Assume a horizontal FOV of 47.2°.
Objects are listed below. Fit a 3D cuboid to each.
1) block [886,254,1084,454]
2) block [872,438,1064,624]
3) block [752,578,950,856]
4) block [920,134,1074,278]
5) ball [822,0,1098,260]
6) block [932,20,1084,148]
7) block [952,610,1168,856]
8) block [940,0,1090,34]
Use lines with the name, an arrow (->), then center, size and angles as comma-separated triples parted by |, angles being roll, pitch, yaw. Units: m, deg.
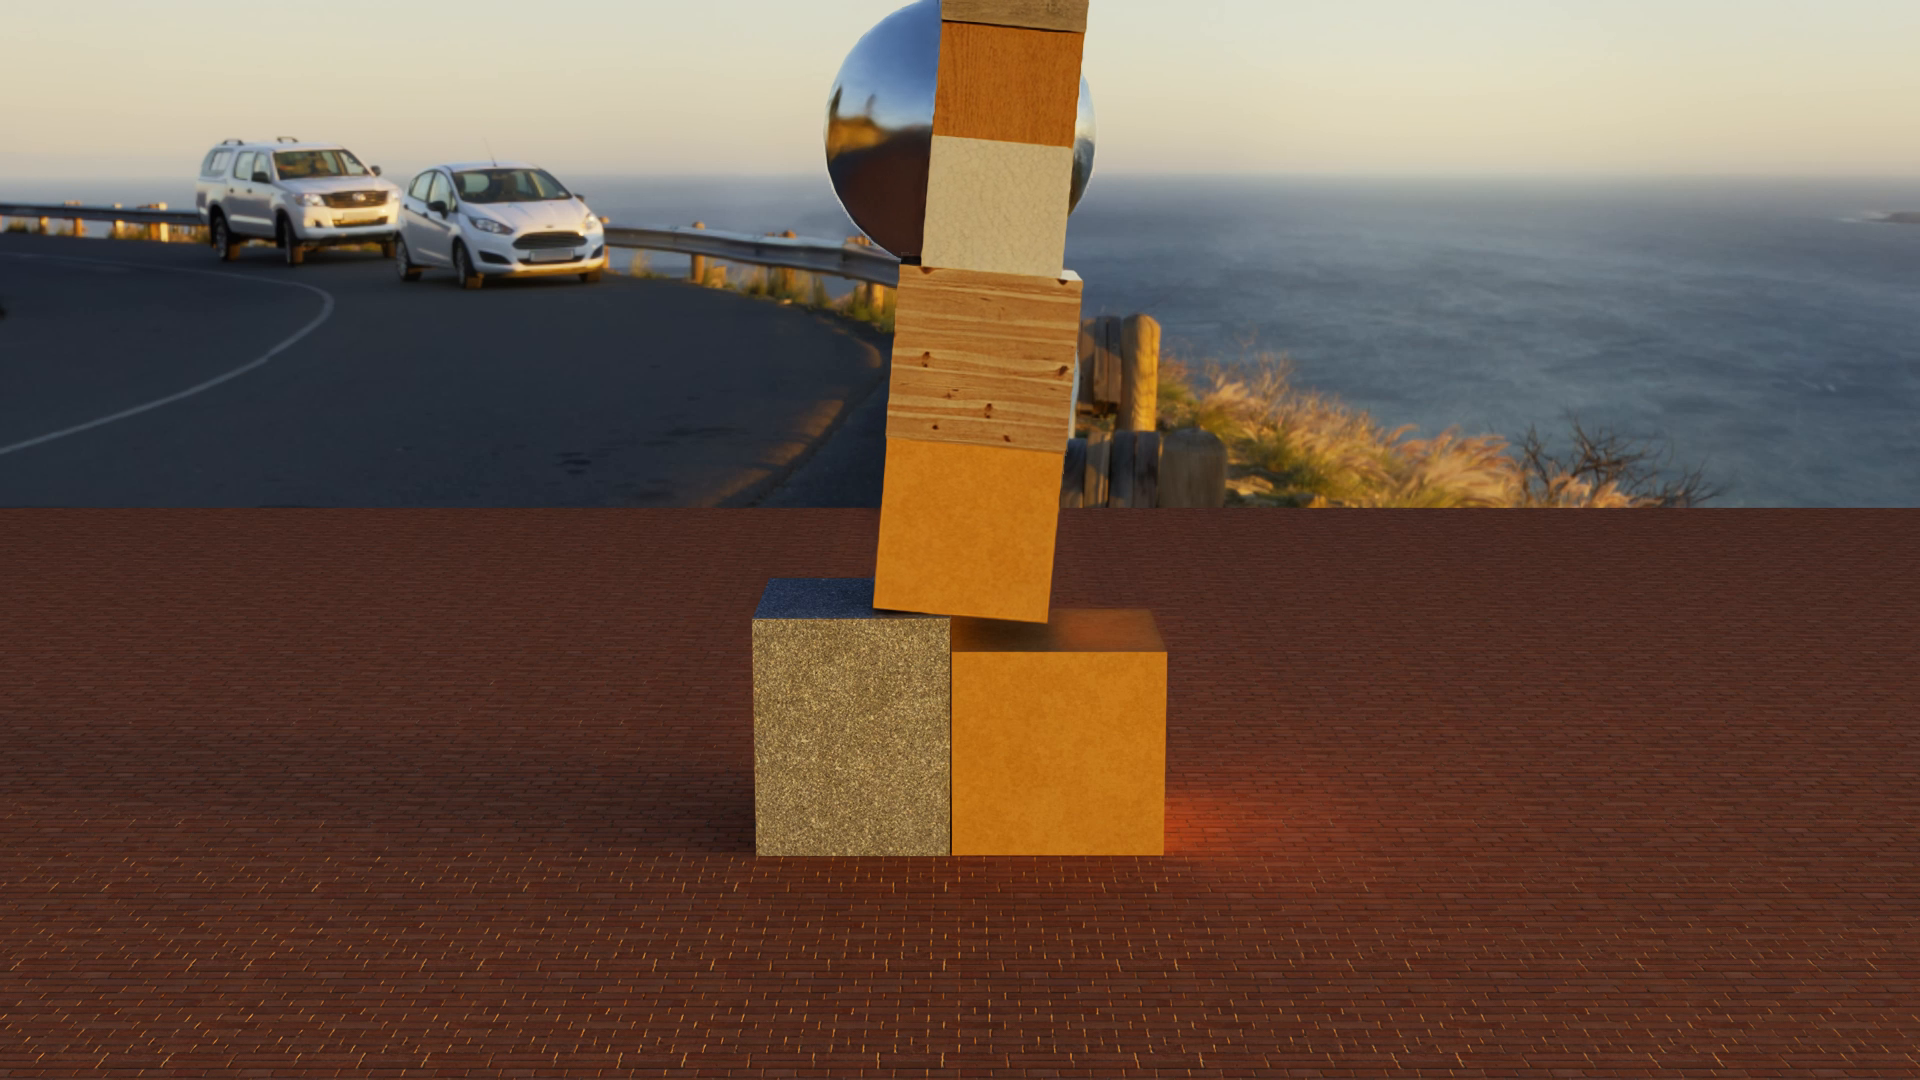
block -> 0.113, -0.946, 11.020 | 0.880, 0.839, 0.871 | 5, 10, -1
block -> 0.038, -0.120, 11.165 | 0.860, 0.844, 0.877 | 5, 10, -1
block -> -0.532, 0.886, 11.322 | 0.964, 1.205, 1.015 | 0, 10, 0
block -> 0.177, -1.660, 10.889 | 0.680, 0.620, 0.710 | 5, 10, -1
ball -> 0.000, -2.367, 12.858 | 1.600, 1.600, 1.600 | 0, 10, 0
block -> 0.229, -2.227, 10.780 | 0.677, 0.539, 0.652 | 5, 10, -1
block -> 0.487, 0.968, 11.341 | 1.053, 1.037, 1.001 | 0, 10, 0
block -> 0.279, -2.782, 10.666 | 0.689, 0.599, 0.683 | 5, 10, -1
